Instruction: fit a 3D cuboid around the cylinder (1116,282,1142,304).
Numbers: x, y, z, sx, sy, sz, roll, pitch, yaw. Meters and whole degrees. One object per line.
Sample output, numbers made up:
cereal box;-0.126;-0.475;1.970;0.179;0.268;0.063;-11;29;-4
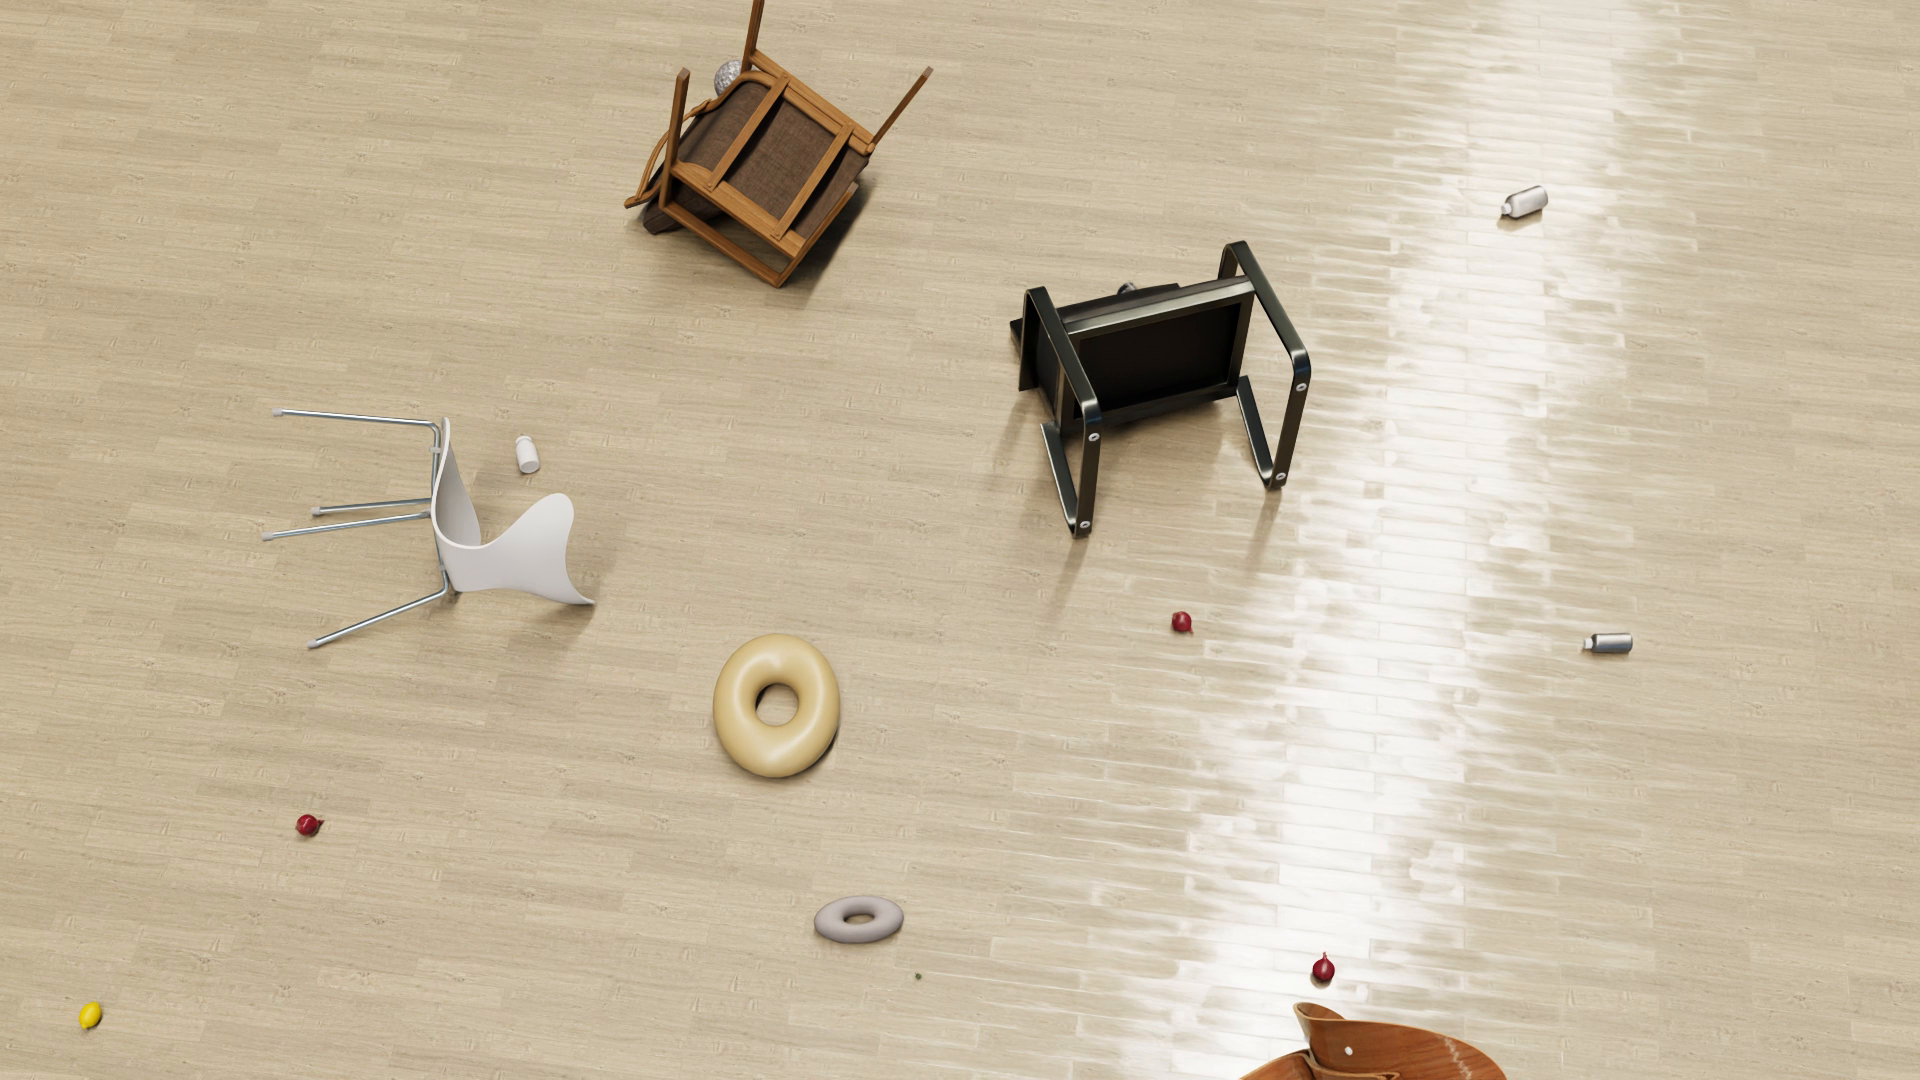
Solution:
cylinder;0.545;-0.794;7.076;0.066;0.051;0.048;-27;60;-22

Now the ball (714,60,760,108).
ball;-0.762;-1.562;7.526;0.160;0.160;0.160;0;56;0

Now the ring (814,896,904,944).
ring;-0.269;1.009;5.850;0.241;0.078;0.125;-4;54;-2

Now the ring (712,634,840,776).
ring;-0.516;0.463;6.195;0.361;0.115;0.451;-4;57;-1
